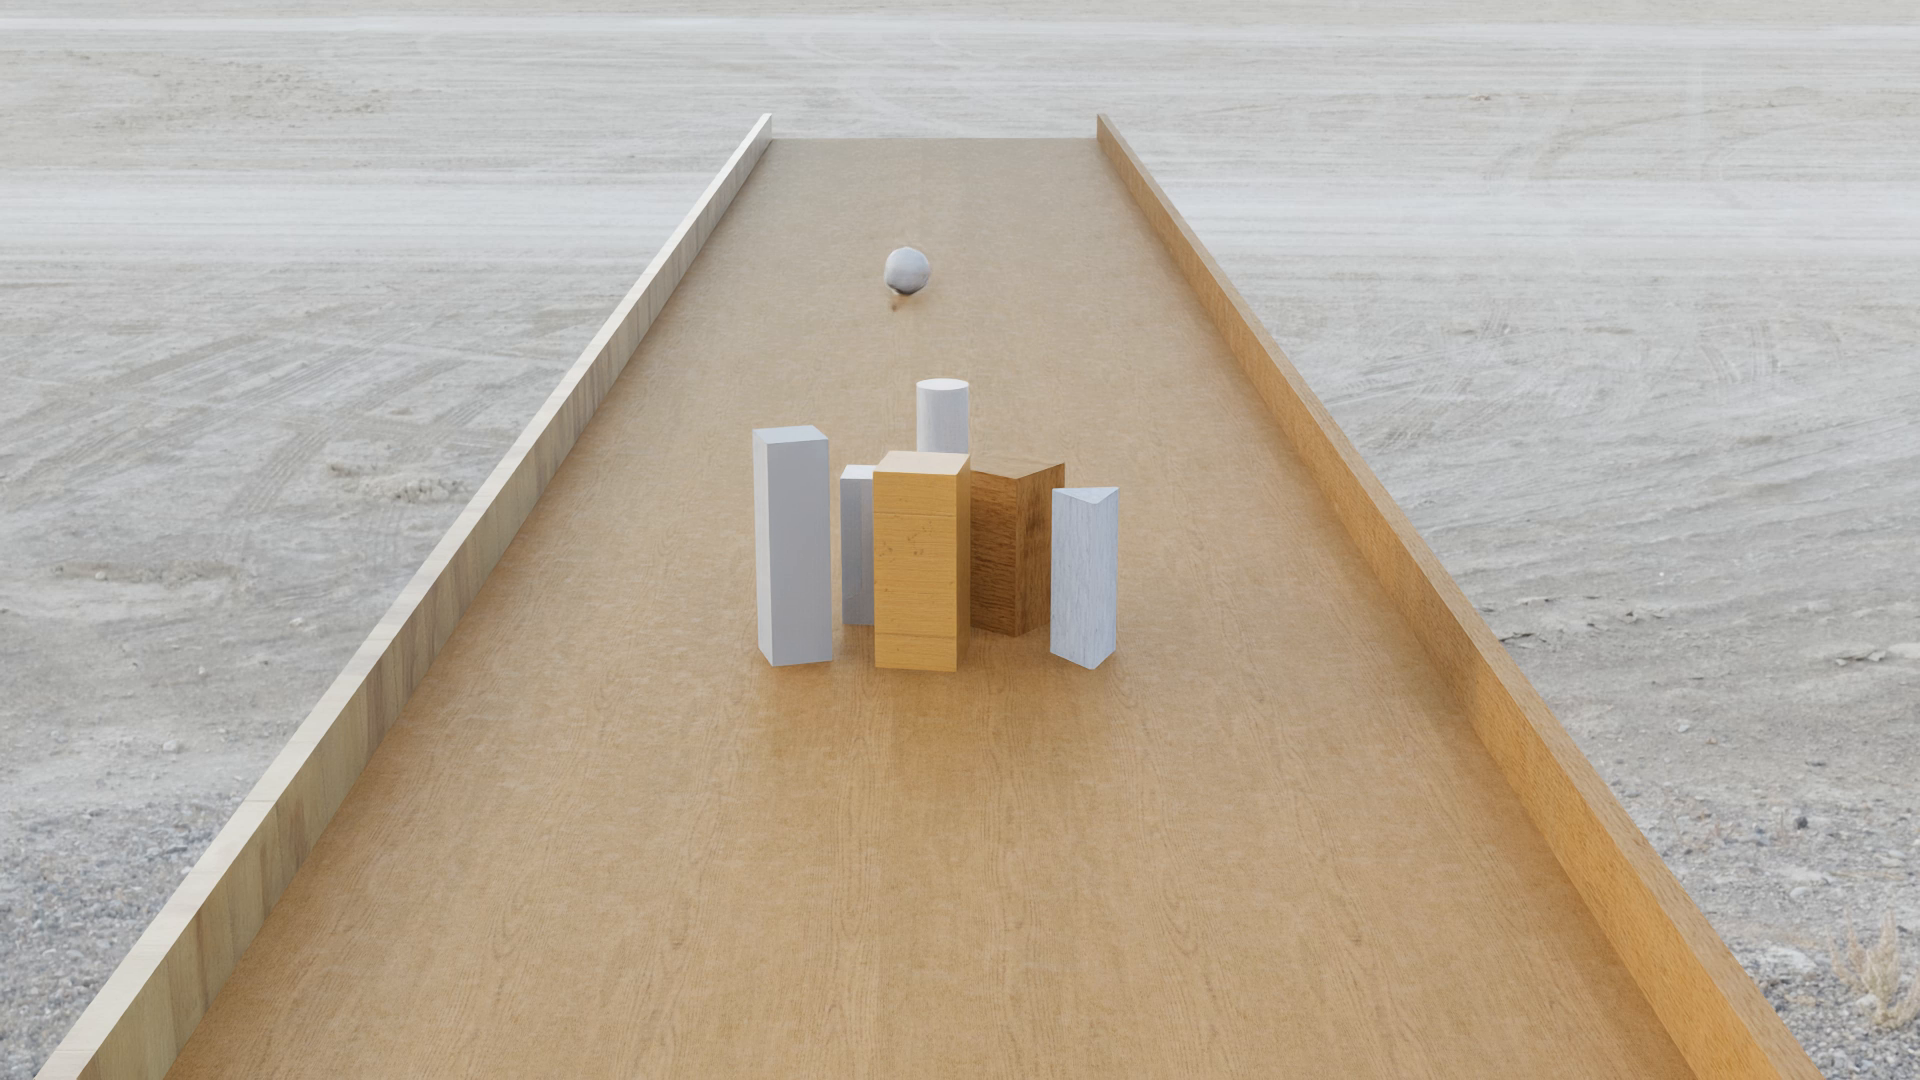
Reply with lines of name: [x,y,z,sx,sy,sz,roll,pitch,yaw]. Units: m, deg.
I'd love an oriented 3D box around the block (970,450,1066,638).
block: [0.100,0.005,4.614,0.169,0.339,0.169,13,21,36]

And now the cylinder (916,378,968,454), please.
cylinder: [-0.038,-0.125,4.858,0.115,0.449,0.115,0,17,0]

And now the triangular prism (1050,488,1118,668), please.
triangular prism: [0.269,0.068,4.399,0.115,0.342,0.132,-12,20,-34]

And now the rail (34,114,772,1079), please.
rail: [-1.118,-0.838,7.780,0.050,0.150,12.000,0,17,-1]

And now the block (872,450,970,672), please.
block: [-0.074,0.041,4.383,0.164,0.403,0.164,3,17,9]

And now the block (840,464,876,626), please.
block: [-0.188,0.011,4.633,0.111,0.318,0.111,1,17,5]

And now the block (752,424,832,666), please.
block: [-0.334,0.011,4.387,0.123,0.457,0.123,-5,17,-17]

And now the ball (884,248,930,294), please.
ball: [-0.201,-1.024,8.359,0.177,0.177,0.177,0,17,0]

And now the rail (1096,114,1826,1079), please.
rail: [0.932,-0.844,7.801,0.050,0.150,12.000,0,17,-1]
